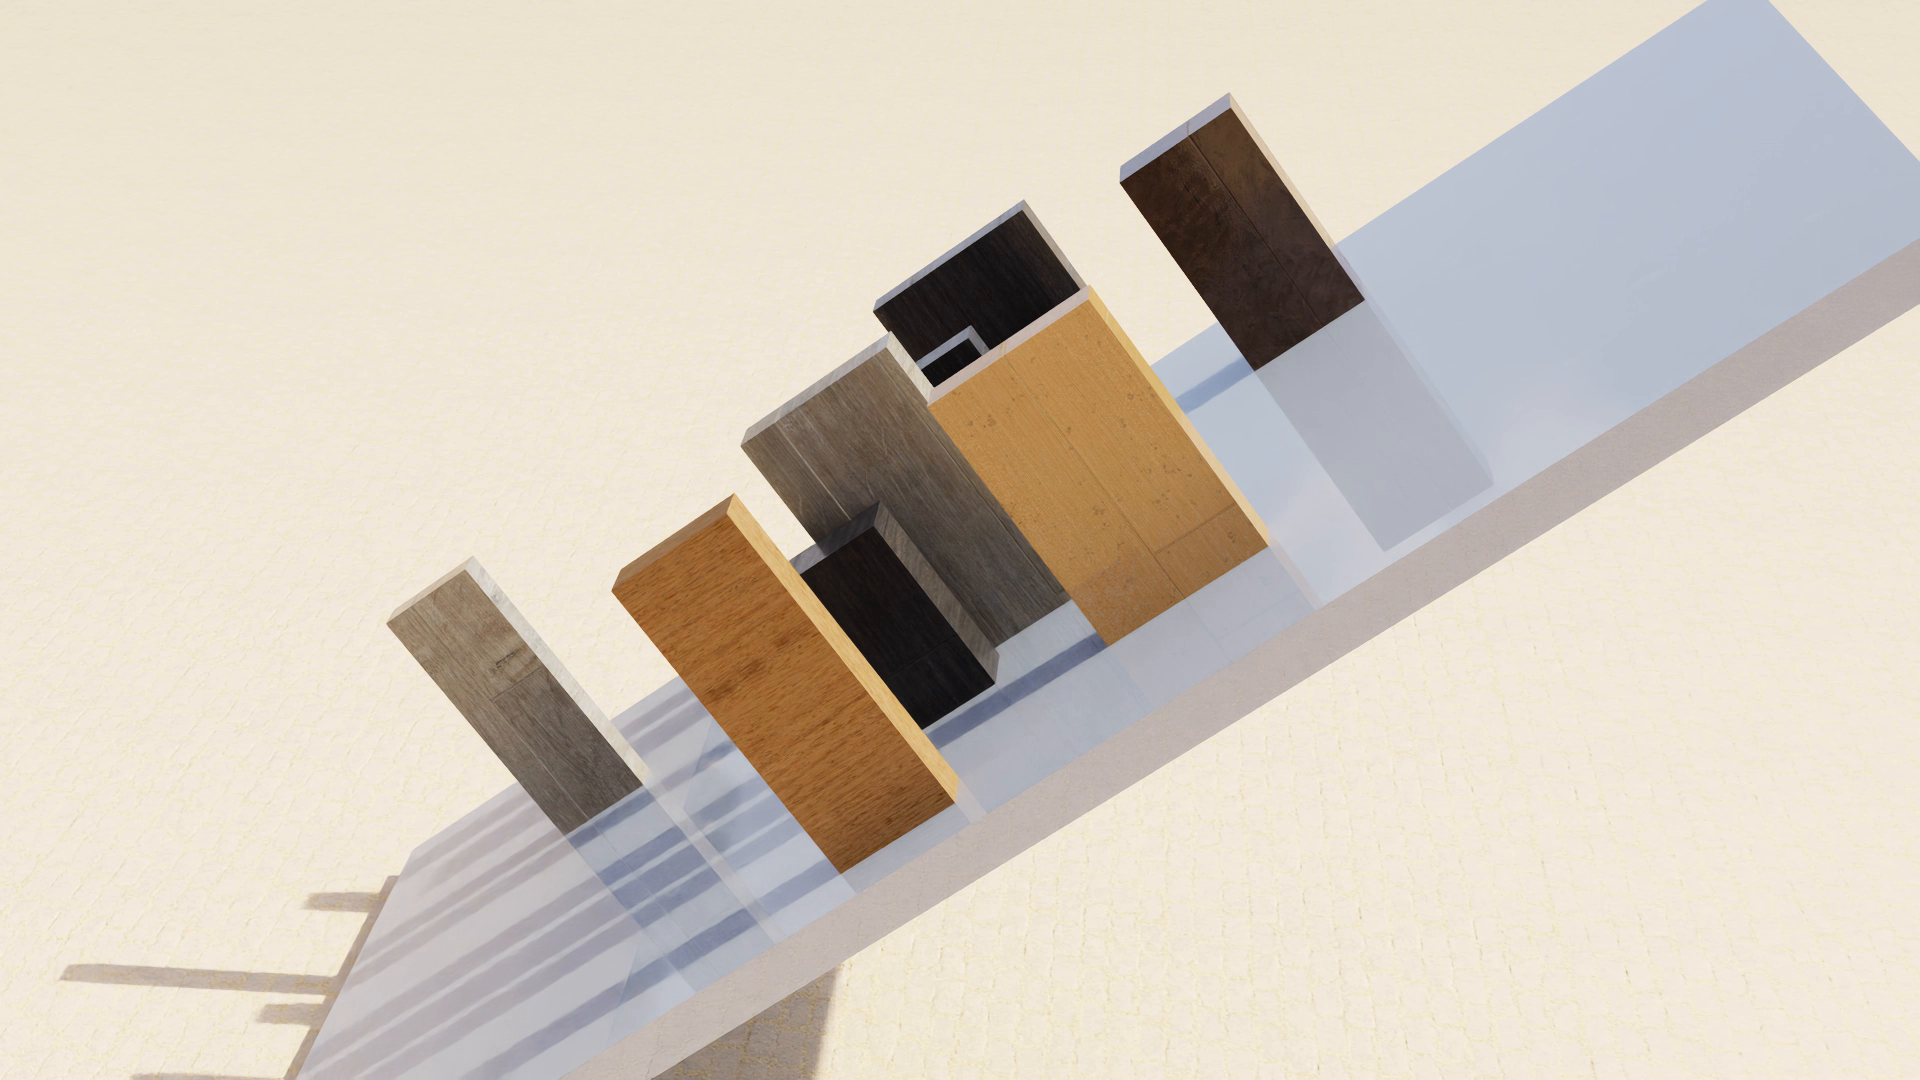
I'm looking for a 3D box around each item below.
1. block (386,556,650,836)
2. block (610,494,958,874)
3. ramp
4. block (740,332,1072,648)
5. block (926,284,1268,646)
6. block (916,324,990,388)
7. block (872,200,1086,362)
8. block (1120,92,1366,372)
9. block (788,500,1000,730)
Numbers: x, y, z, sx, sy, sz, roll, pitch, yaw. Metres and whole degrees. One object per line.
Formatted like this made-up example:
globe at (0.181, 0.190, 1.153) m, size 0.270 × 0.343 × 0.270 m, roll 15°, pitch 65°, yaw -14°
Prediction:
block at (-1.033, 0.369, 6.892) m, size 0.242 × 0.664 × 0.084 m, roll -33°, pitch 16°, yaw 16°
block at (-0.322, 0.274, 5.509) m, size 0.271 × 0.707 × 0.106 m, roll -33°, pitch 16°, yaw 16°
ramp at (0.133, 0.176, 6.311) m, size 4.000 × 0.100 × 2.000 m, roll -33°, pitch 16°, yaw 16°
block at (-0.102, -0.056, 6.072) m, size 0.372 × 0.657 × 0.105 m, roll -33°, pitch 16°, yaw 16°
block at (0.265, -0.137, 5.609) m, size 0.371 × 0.596 × 0.098 m, roll -33°, pitch 16°, yaw 16°
block at (0.010, -0.152, 6.399) m, size 0.389 × 0.500 × 0.089 m, roll -33°, pitch 16°, yaw 16°
block at (0.135, -0.445, 6.870) m, size 0.427 × 0.554 × 0.092 m, roll -33°, pitch 16°, yaw 16°
block at (0.625, -0.681, 6.516) m, size 0.293 × 0.528 × 0.145 m, roll -33°, pitch 16°, yaw 16°
block at (-0.155, 0.176, 5.976) m, size 0.274 × 0.415 × 0.143 m, roll -33°, pitch 16°, yaw 16°
